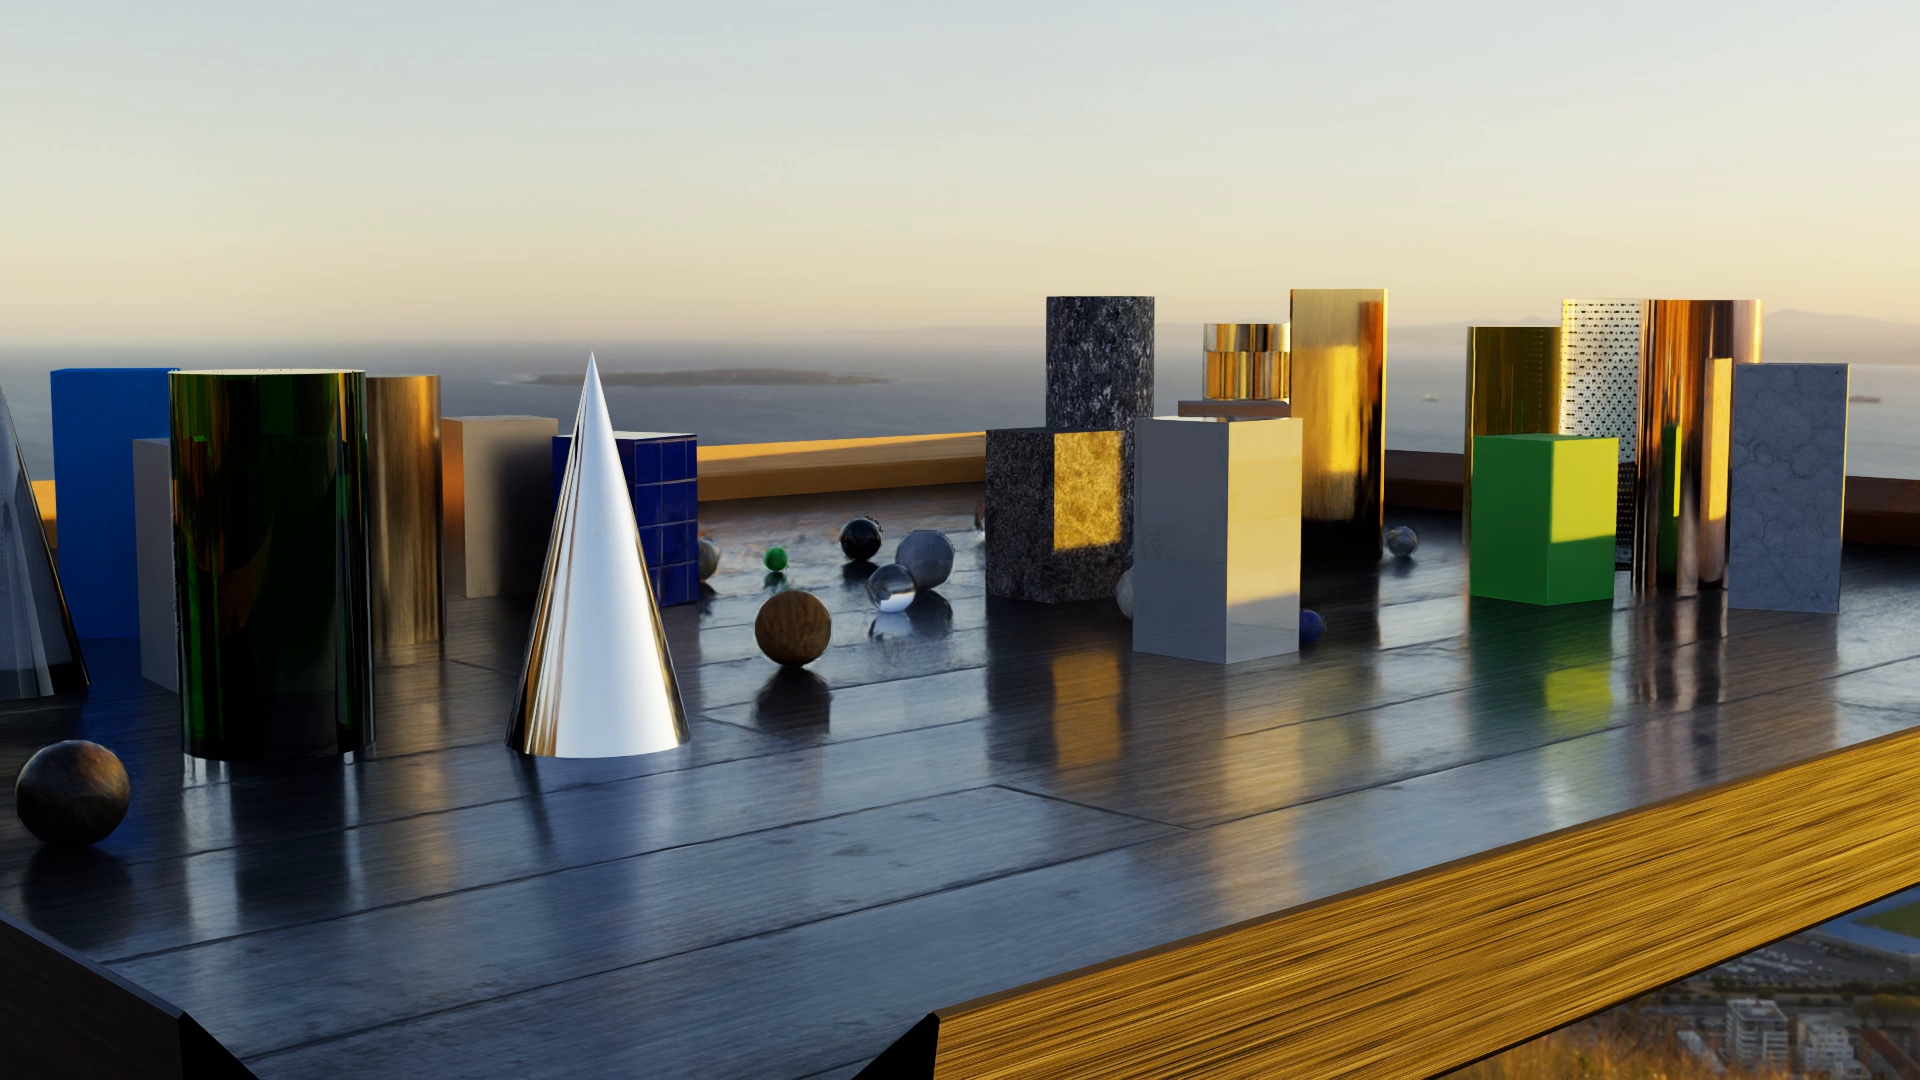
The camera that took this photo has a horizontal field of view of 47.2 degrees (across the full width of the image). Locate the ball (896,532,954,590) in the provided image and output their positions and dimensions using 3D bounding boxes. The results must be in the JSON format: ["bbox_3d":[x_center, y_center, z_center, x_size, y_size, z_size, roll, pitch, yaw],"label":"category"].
[{"bbox_3d":[-0.056,0.032,3.499,0.092,0.092,0.092,0,6,0],"label":"ball"}]

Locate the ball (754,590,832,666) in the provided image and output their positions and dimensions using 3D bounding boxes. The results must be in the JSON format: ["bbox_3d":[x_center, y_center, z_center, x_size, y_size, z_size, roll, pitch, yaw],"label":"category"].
[{"bbox_3d":[-0.208,0.110,2.742,0.096,0.096,0.096,0,6,0],"label":"ball"}]

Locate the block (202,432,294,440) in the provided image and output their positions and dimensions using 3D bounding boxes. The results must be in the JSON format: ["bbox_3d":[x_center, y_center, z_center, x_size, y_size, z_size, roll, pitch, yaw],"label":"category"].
[{"bbox_3d":[-1.056,-0.031,3.325,0.153,0.254,0.153,-2,6,-21],"label":"block"}]

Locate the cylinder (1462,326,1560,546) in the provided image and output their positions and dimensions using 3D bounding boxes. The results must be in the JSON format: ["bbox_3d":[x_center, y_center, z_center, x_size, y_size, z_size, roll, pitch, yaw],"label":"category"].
[{"bbox_3d":[1.048,-0.196,4.140,0.192,0.411,0.192,0,6,0],"label":"cylinder"}]

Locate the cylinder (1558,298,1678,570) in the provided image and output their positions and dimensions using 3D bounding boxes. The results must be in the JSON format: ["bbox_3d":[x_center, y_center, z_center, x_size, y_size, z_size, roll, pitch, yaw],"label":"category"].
[{"bbox_3d":[1.135,-0.186,3.815,0.192,0.461,0.192,0,6,0],"label":"cylinder"}]

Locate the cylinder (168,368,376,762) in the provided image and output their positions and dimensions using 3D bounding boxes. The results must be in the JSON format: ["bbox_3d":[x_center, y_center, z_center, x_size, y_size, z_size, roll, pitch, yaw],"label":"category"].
[{"bbox_3d":[-0.699,0.019,2.242,0.192,0.381,0.192,0,6,0],"label":"cylinder"}]

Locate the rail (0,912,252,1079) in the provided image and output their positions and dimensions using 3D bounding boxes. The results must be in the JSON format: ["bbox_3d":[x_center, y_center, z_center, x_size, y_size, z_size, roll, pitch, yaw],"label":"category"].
[{"bbox_3d":[-1.340,0.162,2.102,0.045,0.125,3.425,-6,8,-42],"label":"rail"}]

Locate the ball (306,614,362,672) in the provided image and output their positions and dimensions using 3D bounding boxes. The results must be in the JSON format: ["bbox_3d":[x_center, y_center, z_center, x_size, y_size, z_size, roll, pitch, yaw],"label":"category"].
[{"bbox_3d":[-0.770,0.127,2.697,0.072,0.072,0.072,0,6,0],"label":"ball"}]

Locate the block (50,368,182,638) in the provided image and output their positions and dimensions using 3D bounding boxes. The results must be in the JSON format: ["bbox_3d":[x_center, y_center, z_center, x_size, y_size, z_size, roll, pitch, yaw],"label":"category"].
[{"bbox_3d":[-1.159,-0.055,3.044,0.153,0.361,0.153,-2,6,-15],"label":"block"}]

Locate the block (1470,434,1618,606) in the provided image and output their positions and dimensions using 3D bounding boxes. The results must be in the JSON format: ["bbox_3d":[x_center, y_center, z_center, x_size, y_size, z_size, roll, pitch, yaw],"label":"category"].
[{"bbox_3d":[0.902,-0.035,3.399,0.153,0.247,0.153,-4,7,-34],"label":"block"}]

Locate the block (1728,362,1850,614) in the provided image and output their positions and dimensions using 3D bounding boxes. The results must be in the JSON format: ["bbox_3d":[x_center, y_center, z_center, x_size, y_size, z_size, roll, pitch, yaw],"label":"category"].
[{"bbox_3d":[1.245,-0.083,3.304,0.153,0.362,0.153,3,7,23],"label":"block"}]

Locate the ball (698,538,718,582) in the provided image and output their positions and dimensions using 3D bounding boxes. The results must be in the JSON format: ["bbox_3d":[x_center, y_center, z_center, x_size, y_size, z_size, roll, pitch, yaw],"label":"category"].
[{"bbox_3d":[-0.430,0.032,3.597,0.072,0.072,0.072,0,6,0],"label":"ball"}]

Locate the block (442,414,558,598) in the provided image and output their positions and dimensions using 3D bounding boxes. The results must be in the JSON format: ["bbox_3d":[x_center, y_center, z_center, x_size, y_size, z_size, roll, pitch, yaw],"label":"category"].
[{"bbox_3d":[-0.733,-0.057,3.481,0.153,0.273,0.153,-4,7,-30],"label":"block"}]

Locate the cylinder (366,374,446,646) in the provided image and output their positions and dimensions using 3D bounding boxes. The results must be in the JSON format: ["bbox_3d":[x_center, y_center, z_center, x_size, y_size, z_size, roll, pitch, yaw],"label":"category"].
[{"bbox_3d":[-0.797,-0.045,2.976,0.192,0.355,0.192,0,6,0],"label":"cylinder"}]

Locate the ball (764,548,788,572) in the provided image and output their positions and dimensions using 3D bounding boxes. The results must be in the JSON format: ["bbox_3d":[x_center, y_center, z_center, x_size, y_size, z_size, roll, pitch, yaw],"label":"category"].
[{"bbox_3d":[-0.313,0.033,3.733,0.041,0.041,0.041,0,6,0],"label":"ball"}]

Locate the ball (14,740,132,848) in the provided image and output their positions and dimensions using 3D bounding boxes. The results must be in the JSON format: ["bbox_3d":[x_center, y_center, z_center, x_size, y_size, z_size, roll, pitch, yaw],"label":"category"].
[{"bbox_3d":[-0.734,0.210,1.819,0.090,0.090,0.090,0,6,0],"label":"ball"}]

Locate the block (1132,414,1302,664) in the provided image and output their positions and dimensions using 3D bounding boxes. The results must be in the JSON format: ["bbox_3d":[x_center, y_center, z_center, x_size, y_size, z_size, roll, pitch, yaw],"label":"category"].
[{"bbox_3d":[0.334,-0.006,2.854,0.153,0.304,0.153,6,8,44],"label":"block"}]

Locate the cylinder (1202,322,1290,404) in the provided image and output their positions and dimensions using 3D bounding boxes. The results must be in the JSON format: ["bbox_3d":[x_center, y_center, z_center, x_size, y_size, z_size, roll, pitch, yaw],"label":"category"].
[{"bbox_3d":[0.575,-0.220,4.352,0.192,0.416,0.192,0,6,0],"label":"cylinder"}]

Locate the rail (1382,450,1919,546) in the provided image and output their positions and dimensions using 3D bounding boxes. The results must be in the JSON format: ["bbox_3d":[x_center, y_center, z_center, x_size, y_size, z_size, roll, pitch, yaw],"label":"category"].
[{"bbox_3d":[1.340,-0.097,4.562,0.045,0.125,3.425,-6,8,-42],"label":"rail"}]

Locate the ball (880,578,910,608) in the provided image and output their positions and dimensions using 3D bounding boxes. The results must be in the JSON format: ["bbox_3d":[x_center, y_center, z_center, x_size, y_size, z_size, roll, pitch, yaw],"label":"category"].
[{"bbox_3d":[-0.097,0.080,3.280,0.043,0.043,0.043,0,6,0],"label":"ball"}]

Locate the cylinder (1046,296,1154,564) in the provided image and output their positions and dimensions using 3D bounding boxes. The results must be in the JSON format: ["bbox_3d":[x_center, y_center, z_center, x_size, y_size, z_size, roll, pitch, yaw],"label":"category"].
[{"bbox_3d":[0.248,-0.199,3.916,0.192,0.466,0.192,0,6,0],"label":"cylinder"}]

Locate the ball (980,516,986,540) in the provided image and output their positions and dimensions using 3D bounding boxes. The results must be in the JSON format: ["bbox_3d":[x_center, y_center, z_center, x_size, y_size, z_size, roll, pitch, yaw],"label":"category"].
[{"bbox_3d":[0.069,-0.022,4.149,0.063,0.063,0.063,0,6,0],"label":"ball"}]

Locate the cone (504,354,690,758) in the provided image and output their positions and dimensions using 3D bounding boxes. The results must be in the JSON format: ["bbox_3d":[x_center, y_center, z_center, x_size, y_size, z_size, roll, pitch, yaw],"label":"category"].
[{"bbox_3d":[-0.375,0.006,2.261,0.192,0.403,0.192,0,6,0],"label":"cone"}]

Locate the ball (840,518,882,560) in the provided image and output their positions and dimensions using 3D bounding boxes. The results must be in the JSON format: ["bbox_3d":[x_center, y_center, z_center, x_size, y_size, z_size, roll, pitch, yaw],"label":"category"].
[{"bbox_3d":[-0.176,-0.001,3.901,0.074,0.074,0.074,0,6,0],"label":"ball"}]

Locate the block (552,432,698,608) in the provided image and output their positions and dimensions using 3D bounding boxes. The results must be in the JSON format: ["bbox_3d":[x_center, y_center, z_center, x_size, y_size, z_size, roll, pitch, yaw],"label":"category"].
[{"bbox_3d":[-0.504,-0.031,3.325,0.153,0.255,0.153,3,7,29],"label":"block"}]

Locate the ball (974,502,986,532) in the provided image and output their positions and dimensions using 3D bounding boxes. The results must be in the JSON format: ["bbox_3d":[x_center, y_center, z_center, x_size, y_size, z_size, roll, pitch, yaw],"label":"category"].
[{"bbox_3d":[0.067,-0.040,4.258,0.077,0.077,0.077,0,6,0],"label":"ball"}]

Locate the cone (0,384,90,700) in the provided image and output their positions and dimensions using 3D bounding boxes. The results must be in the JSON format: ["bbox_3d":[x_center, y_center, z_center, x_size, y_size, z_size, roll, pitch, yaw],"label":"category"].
[{"bbox_3d":[-1.129,-0.029,2.575,0.192,0.406,0.192,0,6,0],"label":"cone"}]

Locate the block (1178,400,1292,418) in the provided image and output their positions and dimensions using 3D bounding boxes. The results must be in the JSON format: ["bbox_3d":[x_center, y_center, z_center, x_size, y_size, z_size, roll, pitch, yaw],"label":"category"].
[{"bbox_3d":[0.384,-0.038,3.113,0.153,0.312,0.153,1,6,5],"label":"block"}]

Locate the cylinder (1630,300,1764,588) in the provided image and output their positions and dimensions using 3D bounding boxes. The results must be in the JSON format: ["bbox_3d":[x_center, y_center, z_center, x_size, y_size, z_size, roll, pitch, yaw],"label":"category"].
[{"bbox_3d":[1.198,-0.160,3.575,0.192,0.458,0.192,0,6,0],"label":"cylinder"}]

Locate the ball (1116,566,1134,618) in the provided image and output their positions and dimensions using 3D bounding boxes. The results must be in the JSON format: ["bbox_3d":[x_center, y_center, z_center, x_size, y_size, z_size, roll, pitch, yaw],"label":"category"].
[{"bbox_3d":[0.263,0.076,3.127,0.084,0.084,0.084,0,6,0],"label":"ball"}]

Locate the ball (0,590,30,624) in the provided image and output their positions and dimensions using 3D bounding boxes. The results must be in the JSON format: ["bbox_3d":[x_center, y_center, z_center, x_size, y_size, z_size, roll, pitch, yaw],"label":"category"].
[{"bbox_3d":[-1.341,0.096,3.108,0.047,0.047,0.047,0,6,0],"label":"ball"}]

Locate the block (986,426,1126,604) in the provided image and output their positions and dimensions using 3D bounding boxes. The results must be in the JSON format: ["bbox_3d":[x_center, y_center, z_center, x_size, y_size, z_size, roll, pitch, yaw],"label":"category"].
[{"bbox_3d":[0.148,-0.043,3.423,0.153,0.257,0.153,-5,8,-42],"label":"block"}]

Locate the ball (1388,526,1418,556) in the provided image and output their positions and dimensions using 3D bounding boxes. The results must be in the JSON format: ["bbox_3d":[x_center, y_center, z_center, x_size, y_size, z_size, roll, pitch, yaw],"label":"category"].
[{"bbox_3d":[0.798,0.003,3.964,0.054,0.054,0.054,0,6,0],"label":"ball"}]

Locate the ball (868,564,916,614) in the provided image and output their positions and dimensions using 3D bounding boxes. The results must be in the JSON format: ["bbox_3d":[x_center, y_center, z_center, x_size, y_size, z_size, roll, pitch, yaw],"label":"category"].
[{"bbox_3d":[-0.100,0.071,3.223,0.073,0.073,0.073,0,6,0],"label":"ball"}]

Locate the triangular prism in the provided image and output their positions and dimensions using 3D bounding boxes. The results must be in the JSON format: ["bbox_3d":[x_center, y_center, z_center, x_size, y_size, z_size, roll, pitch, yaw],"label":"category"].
[{"bbox_3d":[0.678,-0.212,3.976,0.166,0.479,0.144,1,6,8],"label":"triangular prism"}]

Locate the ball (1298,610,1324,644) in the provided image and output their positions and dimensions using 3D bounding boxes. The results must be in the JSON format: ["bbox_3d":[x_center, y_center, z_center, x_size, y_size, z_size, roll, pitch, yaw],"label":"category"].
[{"bbox_3d":[0.463,0.116,2.928,0.045,0.045,0.045,0,6,0],"label":"ball"}]

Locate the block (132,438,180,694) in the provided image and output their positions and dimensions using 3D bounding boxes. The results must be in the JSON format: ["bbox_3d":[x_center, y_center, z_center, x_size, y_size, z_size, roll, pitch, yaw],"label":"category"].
[{"bbox_3d":[-0.889,0.024,2.641,0.153,0.288,0.153,-4,7,-35],"label":"block"}]

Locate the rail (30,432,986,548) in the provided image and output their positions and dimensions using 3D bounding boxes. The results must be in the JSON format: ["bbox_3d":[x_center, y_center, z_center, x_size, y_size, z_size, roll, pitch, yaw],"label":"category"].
[{"bbox_3d":[-1.145,-0.098,4.566,3.695,0.125,0.045,-6,8,-42],"label":"rail"}]

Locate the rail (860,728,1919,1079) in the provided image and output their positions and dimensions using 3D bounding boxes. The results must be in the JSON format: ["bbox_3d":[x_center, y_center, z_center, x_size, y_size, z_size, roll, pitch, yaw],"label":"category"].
[{"bbox_3d":[1.145,0.162,2.098,3.695,0.125,0.045,-6,8,-42],"label":"rail"}]
